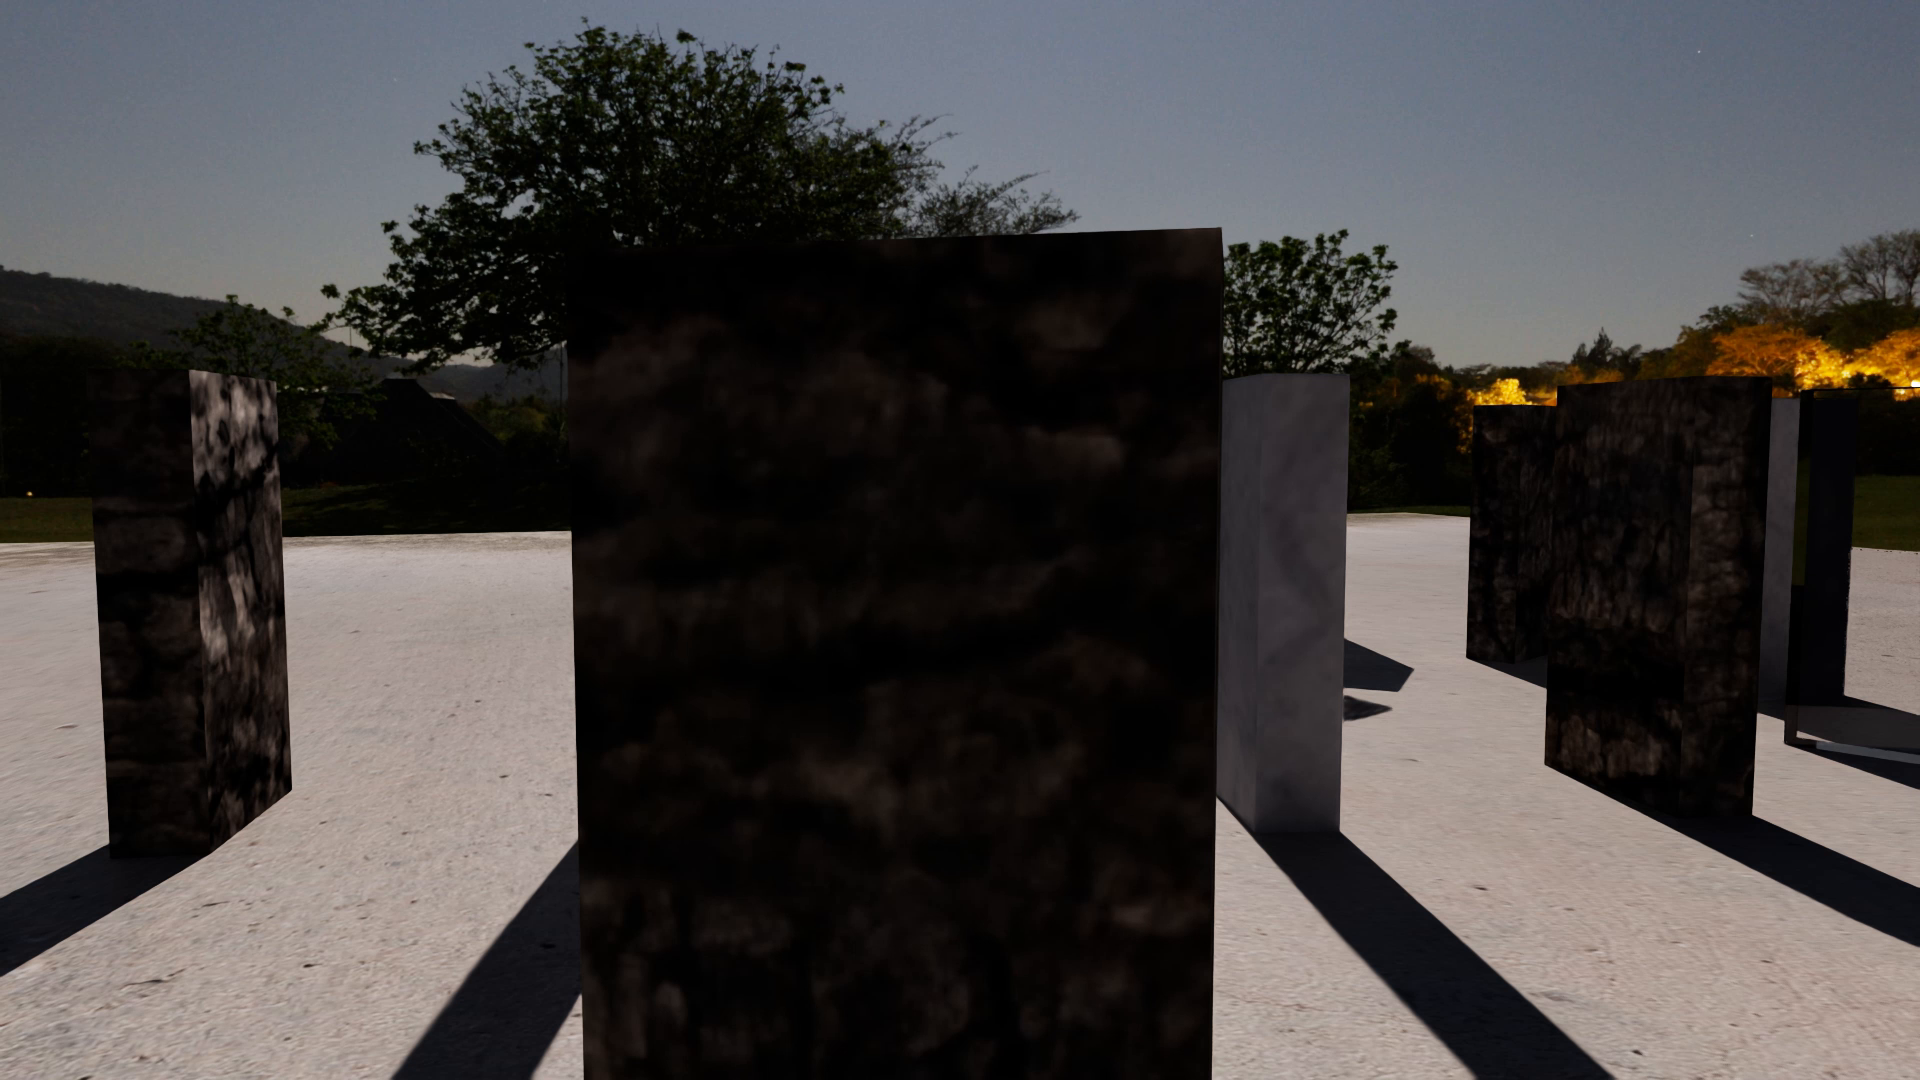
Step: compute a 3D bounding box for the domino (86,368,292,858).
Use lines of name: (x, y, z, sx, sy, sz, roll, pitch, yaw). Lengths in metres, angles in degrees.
domino: (-0.085, 0.007, 0.143, 0.009, 0.050, 0.025, -1, 4, -10)

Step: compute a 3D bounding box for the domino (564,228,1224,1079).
domino: (-0.002, 0.014, 0.054, 0.025, 0.050, 0.009, 1, 4, 12)

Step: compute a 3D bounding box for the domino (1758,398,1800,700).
domino: (0.139, 0.001, 0.218, 0.025, 0.050, 0.010, -2, 5, -20)

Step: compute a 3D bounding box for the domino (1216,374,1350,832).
domino: (0.036, 0.006, 0.151, 0.009, 0.050, 0.025, 0, 4, -4)

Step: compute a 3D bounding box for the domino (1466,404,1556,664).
domino: (0.113, -0.002, 0.258, 0.025, 0.050, 0.009, -4, 6, -44)

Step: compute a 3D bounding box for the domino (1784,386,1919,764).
domino: (0.129, 0.004, 0.174, 0.009, 0.050, 0.025, -4, 6, -42)

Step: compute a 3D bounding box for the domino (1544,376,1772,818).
domino: (0.084, 0.006, 0.157, 0.009, 0.050, 0.025, -1, 4, -9)
